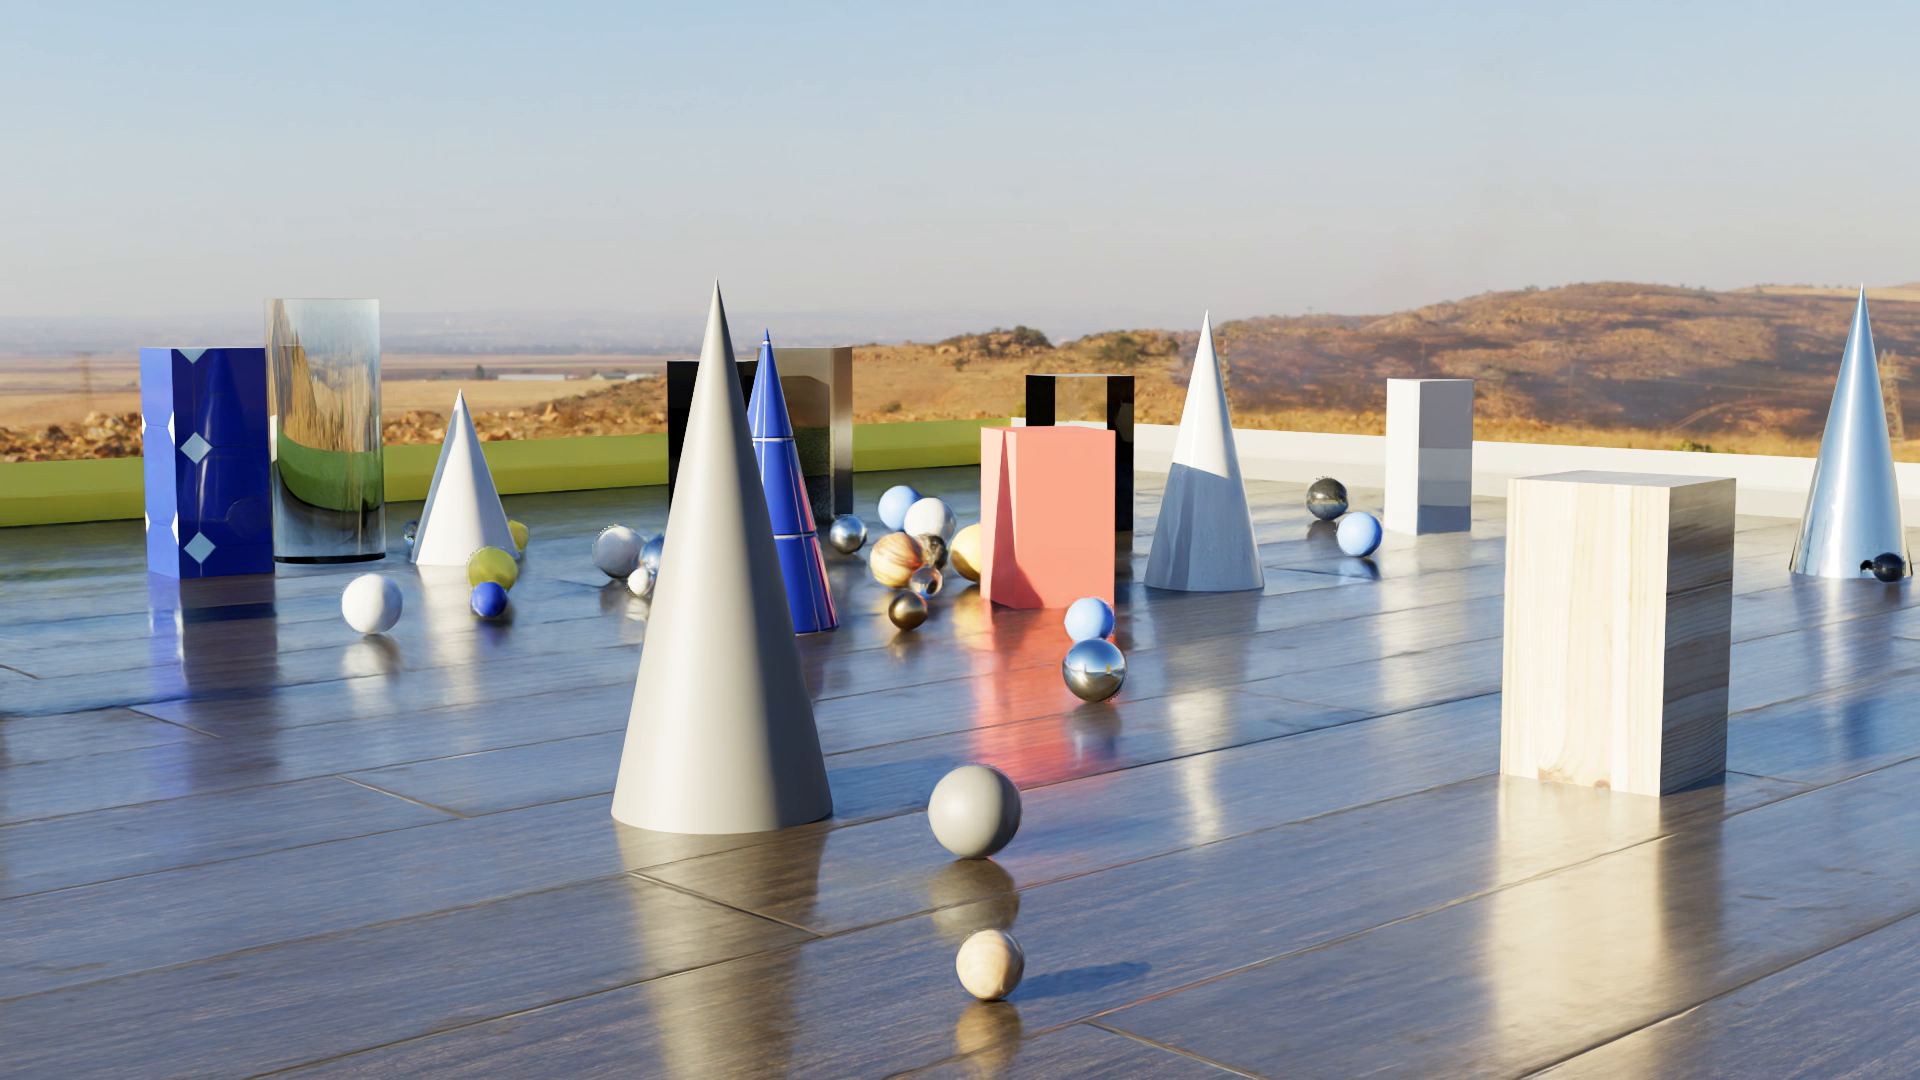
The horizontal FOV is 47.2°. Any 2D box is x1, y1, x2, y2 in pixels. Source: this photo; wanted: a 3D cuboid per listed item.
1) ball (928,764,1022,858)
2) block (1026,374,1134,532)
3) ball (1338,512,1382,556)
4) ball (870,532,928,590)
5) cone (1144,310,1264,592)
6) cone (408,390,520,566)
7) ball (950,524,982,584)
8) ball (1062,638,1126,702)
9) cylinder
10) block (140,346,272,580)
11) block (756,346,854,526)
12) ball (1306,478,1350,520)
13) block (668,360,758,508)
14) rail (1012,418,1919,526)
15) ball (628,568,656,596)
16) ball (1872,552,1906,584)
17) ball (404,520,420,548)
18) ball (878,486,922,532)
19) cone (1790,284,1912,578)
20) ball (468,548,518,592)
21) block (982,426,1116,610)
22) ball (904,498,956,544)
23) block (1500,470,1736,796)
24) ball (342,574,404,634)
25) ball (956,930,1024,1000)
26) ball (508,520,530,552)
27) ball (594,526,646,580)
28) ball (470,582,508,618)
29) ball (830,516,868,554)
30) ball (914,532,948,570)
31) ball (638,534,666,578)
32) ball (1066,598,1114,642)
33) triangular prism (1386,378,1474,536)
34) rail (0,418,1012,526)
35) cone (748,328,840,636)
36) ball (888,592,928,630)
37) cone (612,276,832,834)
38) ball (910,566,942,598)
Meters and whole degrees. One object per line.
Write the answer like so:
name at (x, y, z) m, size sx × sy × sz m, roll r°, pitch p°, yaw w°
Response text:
ball at (0.012, 0.222, 1.794) m, size 0.076 × 0.076 × 0.076 m, roll 0°, pitch 6°, yaw 0°
block at (0.243, -0.178, 4.476) m, size 0.159 × 0.314 × 0.159 m, roll -4°, pitch 7°, yaw -31°
ball at (0.727, -0.010, 3.996) m, size 0.081 × 0.081 × 0.081 m, roll 0°, pitch 6°, yaw 0°
ball at (-0.098, 0.033, 3.525) m, size 0.091 × 0.091 × 0.091 m, roll 0°, pitch 6°, yaw 0°
cone at (0.400, -0.151, 3.579) m, size 0.198 × 0.447 × 0.198 m, roll 0°, pitch 6°, yaw 0°
cone at (-0.893, -0.119, 3.944) m, size 0.198 × 0.307 × 0.198 m, roll 0°, pitch 6°, yaw 0°
ball at (0.033, 0.022, 3.602) m, size 0.097 × 0.097 × 0.097 m, roll 0°, pitch 6°, yaw 0°
ball at (0.153, 0.148, 2.510) m, size 0.073 × 0.073 × 0.073 m, roll 0°, pitch 6°, yaw 0°
cylinder at (-1.139, -0.199, 3.947) m, size 0.198 × 0.465 × 0.198 m, roll 0°, pitch 6°, yaw 0°
block at (-1.286, -0.136, 3.751) m, size 0.159 × 0.382 × 0.159 m, roll -5°, pitch 8°, yaw -38°
block at (-0.327, -0.224, 4.658) m, size 0.159 × 0.368 × 0.159 m, roll 2°, pitch 6°, yaw 14°
ball at (0.784, -0.087, 4.688) m, size 0.090 × 0.090 × 0.090 m, roll 0°, pitch 6°, yaw 0°
block at (-0.490, -0.191, 4.452) m, size 0.159 × 0.345 × 0.159 m, roll 1°, pitch 6°, yaw 10°
rail at (1.656, -0.125, 4.852) m, size 0.045 × 0.129 × 4.487 m, roll -5°, pitch 8°, yaw -42°
ball at (-0.497, 0.066, 3.441) m, size 0.043 × 0.043 × 0.043 m, roll 0°, pitch 6°, yaw 0°
ball at (1.523, 0.046, 3.606) m, size 0.050 × 0.050 × 0.050 m, roll 0°, pitch 6°, yaw 0°
ball at (-1.012, -0.009, 4.108) m, size 0.055 × 0.055 × 0.055 m, roll 0°, pitch 6°, yaw 0°
ball at (-0.118, -0.063, 4.449) m, size 0.092 × 0.092 × 0.092 m, roll 0°, pitch 6°, yaw 0°
cone at (1.525, -0.192, 3.740) m, size 0.198 × 0.494 × 0.198 m, roll 0°, pitch 6°, yaw 0°
ball at (-0.730, 0.050, 3.436) m, size 0.076 × 0.076 × 0.076 m, roll 0°, pitch 6°, yaw 0°
block at (0.134, -0.038, 3.378) m, size 0.159 × 0.264 × 0.159 m, roll -2°, pitch 6°, yaw -18°
ball at (-0.055, -0.030, 4.104) m, size 0.097 × 0.097 × 0.097 m, roll 0°, pitch 6°, yaw 0°
block at (0.634, 0.083, 2.118) m, size 0.159 × 0.285 × 0.159 m, roll 5°, pitch 8°, yaw 40°
ball at (-0.811, 0.089, 3.035) m, size 0.083 × 0.083 × 0.083 m, roll 0°, pitch 6°, yaw 0°
ball at (0.020, 0.276, 1.427) m, size 0.044 × 0.044 × 0.044 m, roll 0°, pitch 6°, yaw 0°
ball at (-0.825, -0.006, 4.058) m, size 0.059 × 0.059 × 0.059 m, roll 0°, pitch 6°, yaw 0°
ball at (-0.565, 0.021, 3.659) m, size 0.087 × 0.087 × 0.087 m, roll 0°, pitch 6°, yaw 0°
ball at (-0.685, 0.086, 3.198) m, size 0.053 × 0.053 × 0.053 m, roll 0°, pitch 6°, yaw 0°
ball at (-0.206, -0.010, 4.043) m, size 0.070 × 0.070 × 0.070 m, roll 0°, pitch 6°, yaw 0°
ball at (-0.056, 0.023, 3.722) m, size 0.071 × 0.071 × 0.071 m, roll 0°, pitch 6°, yaw 0°
ball at (-0.467, 0.037, 3.498) m, size 0.091 × 0.091 × 0.091 m, roll 0°, pitch 6°, yaw 0°
ball at (0.173, 0.109, 2.930) m, size 0.065 × 0.065 × 0.065 m, roll 0°, pitch 6°, yaw 0°
triangular prism at (0.925, -0.173, 4.467) m, size 0.172 × 0.305 × 0.149 m, roll -5°, pitch 7°, yaw -37°
rail at (-1.505, -0.136, 4.954) m, size 4.555 × 0.129 × 0.045 m, roll -5°, pitch 8°, yaw -42°
cone at (-0.270, -0.088, 3.093) m, size 0.198 × 0.423 × 0.198 m, roll 0°, pitch 6°, yaw 0°
ball at (-0.073, 0.099, 3.072) m, size 0.055 × 0.055 × 0.055 m, roll 0°, pitch 6°, yaw 0°
cone at (-0.213, 0.004, 1.951) m, size 0.198 × 0.475 × 0.198 m, roll 0°, pitch 6°, yaw 0°
ball at (-0.052, 0.066, 3.413) m, size 0.050 × 0.050 × 0.050 m, roll 0°, pitch 6°, yaw 0°
